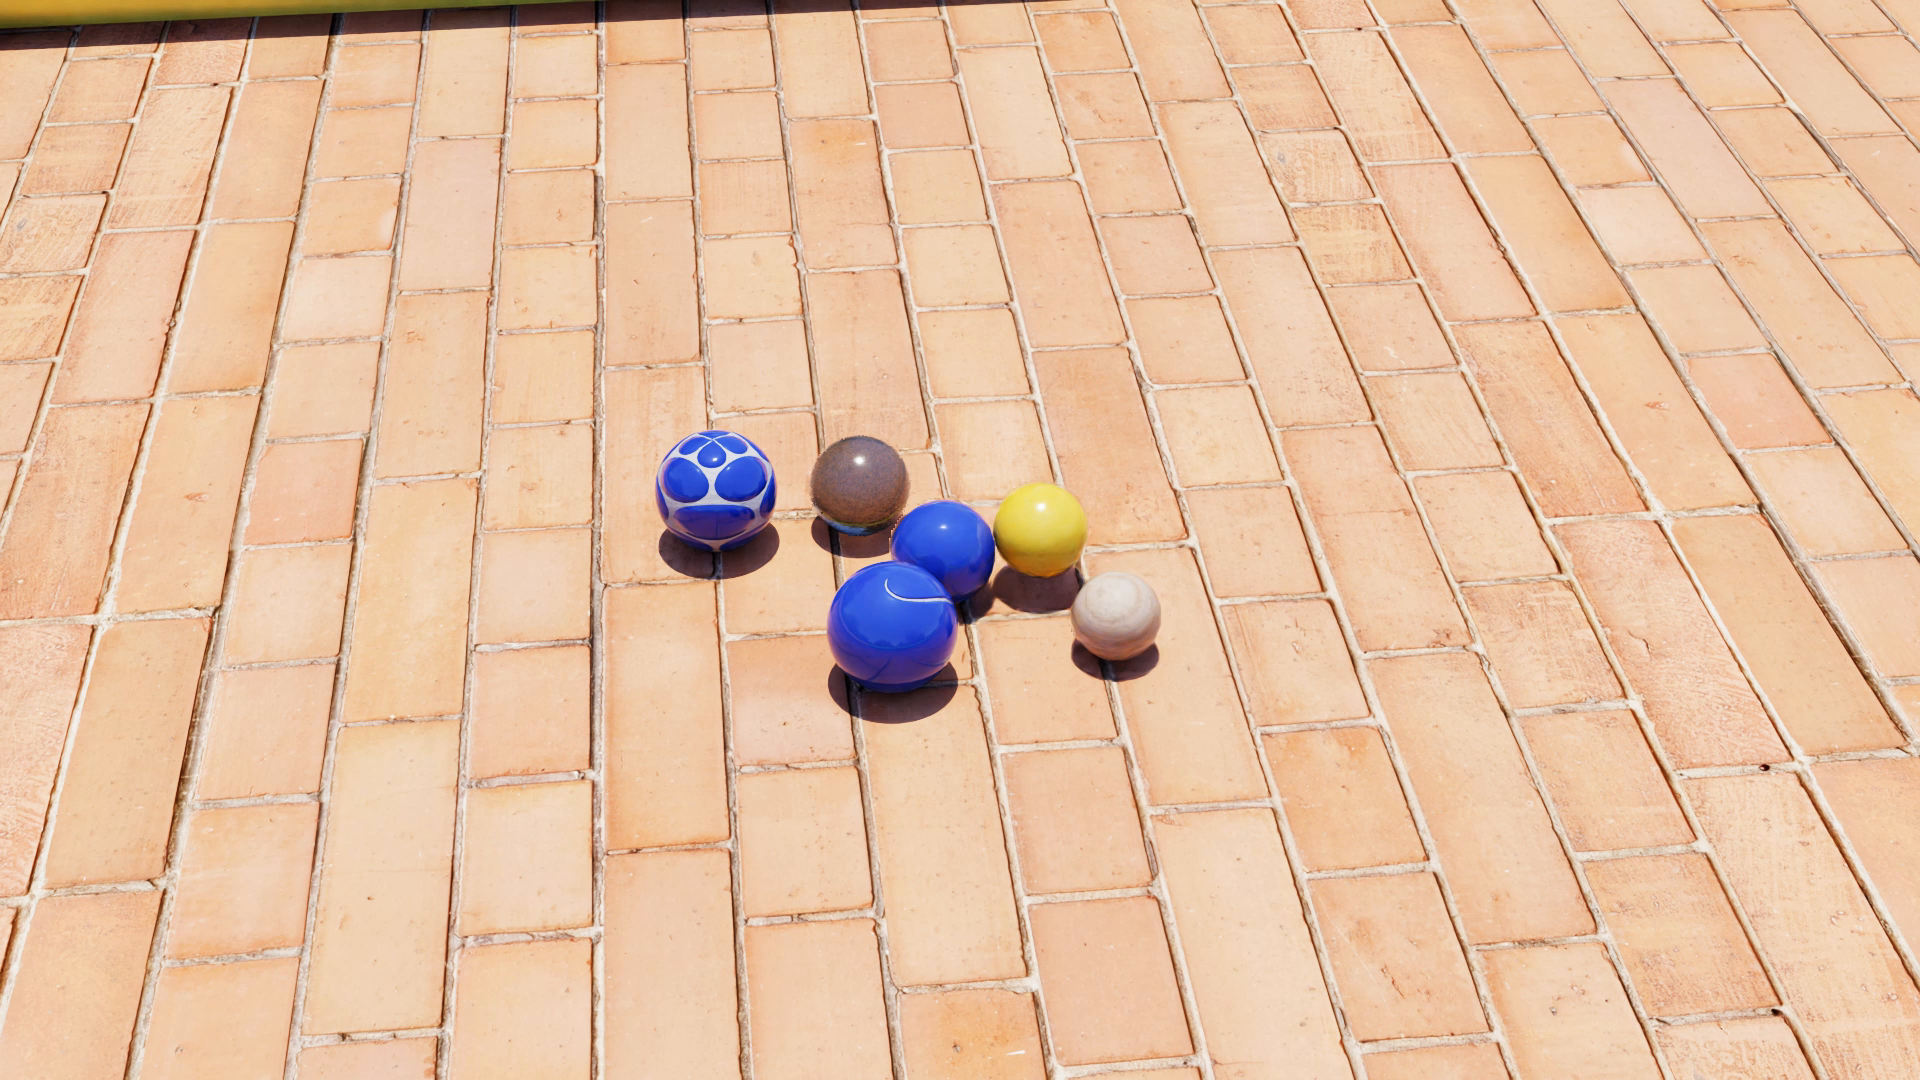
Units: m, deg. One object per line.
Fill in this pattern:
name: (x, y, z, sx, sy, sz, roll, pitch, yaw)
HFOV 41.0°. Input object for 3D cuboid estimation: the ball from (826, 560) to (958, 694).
ball: (-0.040, 0.052, 1.527, 0.079, 0.079, 0.079, 0, 36, 0)

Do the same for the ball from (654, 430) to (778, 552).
ball: (-0.156, -0.031, 1.641, 0.079, 0.079, 0.079, 0, 36, 0)

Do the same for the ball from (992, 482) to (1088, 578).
ball: (0.050, -0.006, 1.604, 0.060, 0.060, 0.060, 0, 36, 0)

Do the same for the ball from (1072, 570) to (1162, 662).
ball: (0.095, 0.046, 1.556, 0.055, 0.055, 0.055, 0, 36, 0)

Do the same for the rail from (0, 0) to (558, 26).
rail: (0.718, -0.589, 2.382, 3.285, 0.103, 0.045, -4, 36, -5)

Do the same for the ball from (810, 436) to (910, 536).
ball: (-0.065, -0.035, 1.658, 0.065, 0.065, 0.065, 0, 36, 0)

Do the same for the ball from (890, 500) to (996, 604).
ball: (-0.011, 0.008, 1.599, 0.066, 0.066, 0.066, 0, 36, 0)
